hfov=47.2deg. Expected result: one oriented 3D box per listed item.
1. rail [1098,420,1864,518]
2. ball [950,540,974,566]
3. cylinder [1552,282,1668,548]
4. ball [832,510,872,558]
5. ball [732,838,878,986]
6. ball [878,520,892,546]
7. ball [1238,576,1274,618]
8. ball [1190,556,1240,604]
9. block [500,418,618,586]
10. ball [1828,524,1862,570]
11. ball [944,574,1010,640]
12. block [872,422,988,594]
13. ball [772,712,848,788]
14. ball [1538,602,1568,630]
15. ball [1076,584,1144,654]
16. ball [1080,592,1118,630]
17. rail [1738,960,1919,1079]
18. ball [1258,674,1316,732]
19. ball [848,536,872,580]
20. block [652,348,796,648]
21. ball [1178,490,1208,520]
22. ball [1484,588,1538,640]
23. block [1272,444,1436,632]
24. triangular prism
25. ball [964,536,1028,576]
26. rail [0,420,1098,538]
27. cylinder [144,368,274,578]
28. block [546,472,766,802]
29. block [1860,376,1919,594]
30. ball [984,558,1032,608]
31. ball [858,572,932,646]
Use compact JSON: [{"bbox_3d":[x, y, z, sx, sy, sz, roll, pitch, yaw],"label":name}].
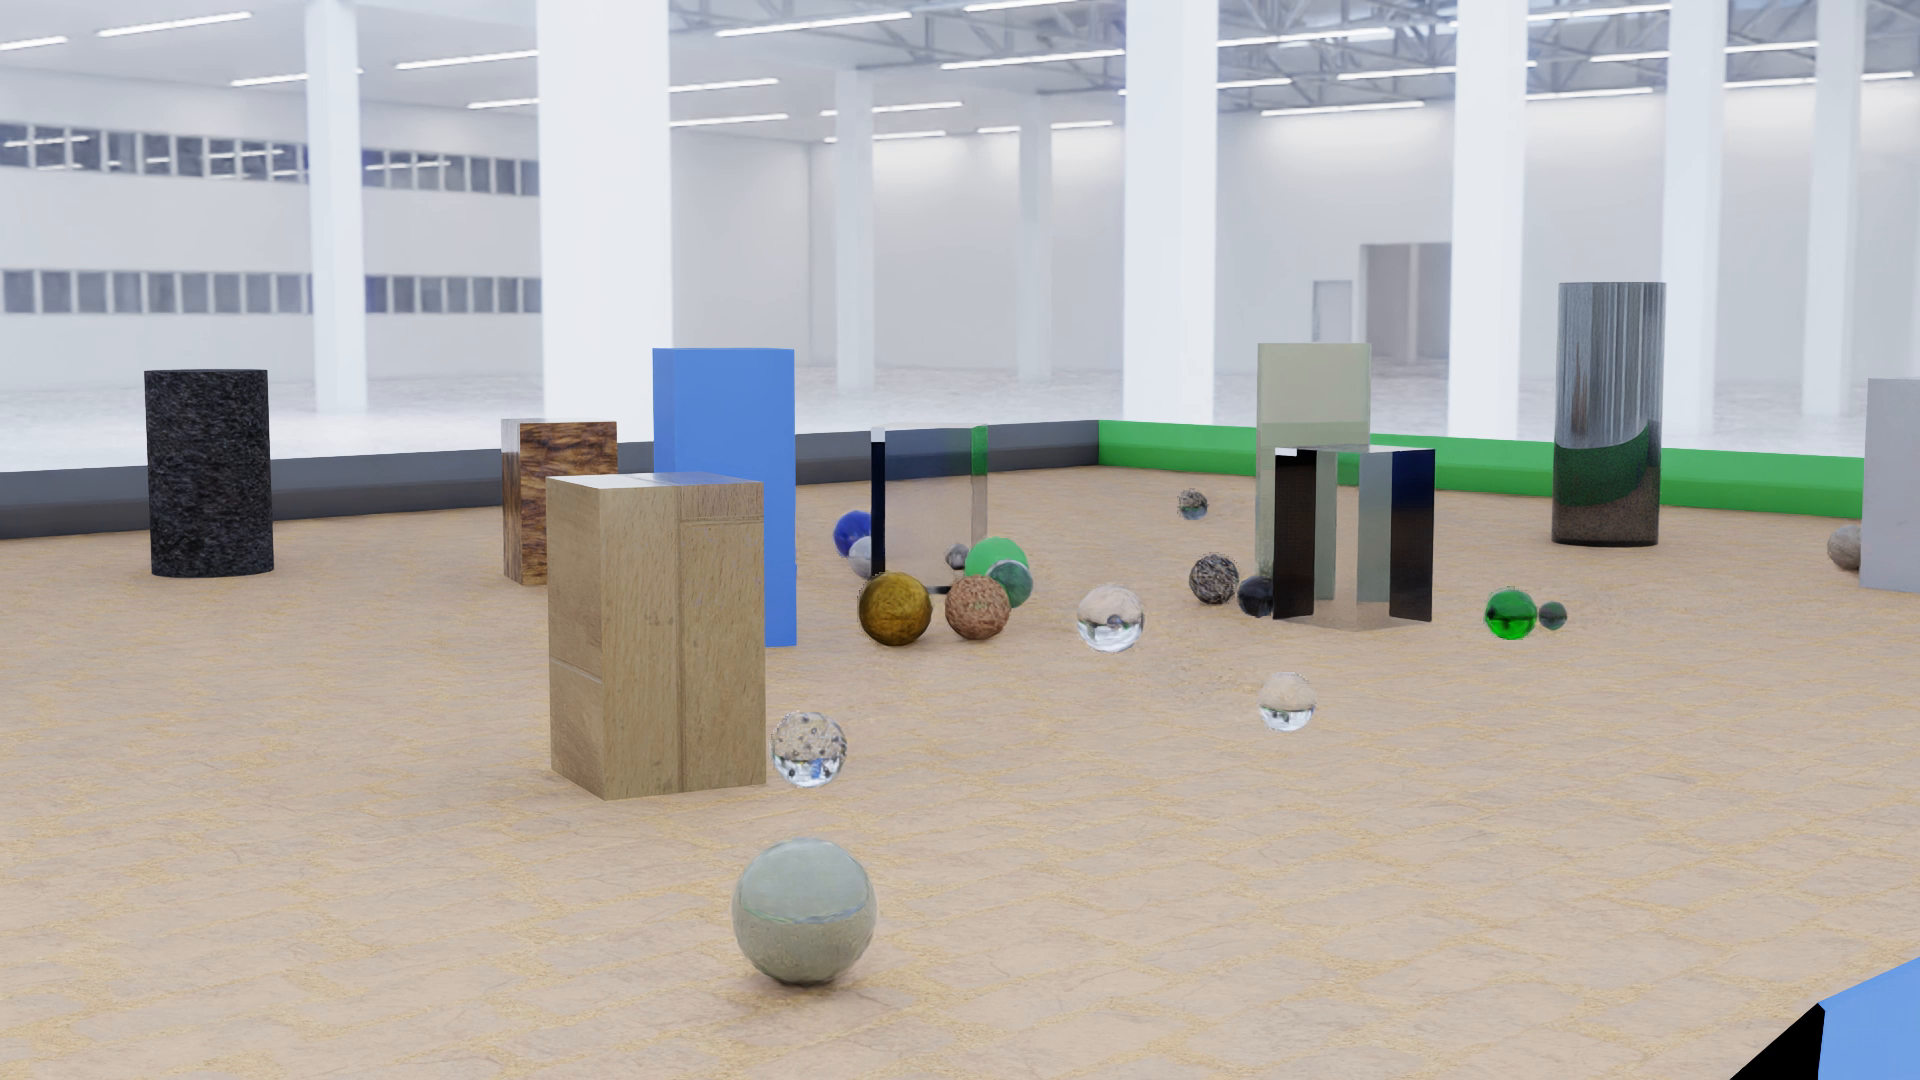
[{"bbox_3d":[1.731,-0.132,4.920,0.045,0.129,3.970,-5,8,-42],"label":"rail"},{"bbox_3d":[0.007,0.023,3.844,0.047,0.047,0.047,0,6,0],"label":"ball"},{"bbox_3d":[1.246,-0.244,4.228,0.199,0.498,0.199,0,6,0],"label":"cylinder"},{"bbox_3d":[-0.183,-0.008,3.939,0.090,0.090,0.090,0,6,0],"label":"ball"},{"bbox_3d":[-0.103,0.246,1.459,0.097,0.097,0.097,0,6,0],"label":"ball"},{"bbox_3d":[-0.155,-0.010,4.124,0.055,0.055,0.055,0,6,0],"label":"ball"},{"bbox_3d":[0.435,0.082,3.204,0.061,0.061,0.061,0,6,0],"label":"ball"},{"bbox_3d":[0.387,0.061,3.345,0.075,0.075,0.075,0,6,0],"label":"ball"},{"bbox_3d":[-0.667,-0.068,3.663,0.159,0.264,0.159,-2,6,-22],"label":"block"},{"bbox_3d":[1.536,0.013,3.788,0.078,0.078,0.078,0,6,0],"label":"ball"},{"bbox_3d":[0.023,0.092,2.977,0.089,0.089,0.089,0,6,0],"label":"ball"},{"bbox_3d":[-0.047,-0.053,3.533,0.159,0.263,0.159,1,6,10],"label":"block"},{"bbox_3d":[-0.141,0.196,2.061,0.071,0.071,0.071,0,6,0],"label":"ball"},{"bbox_3d":[0.830,0.106,3.081,0.040,0.040,0.040,0,6,0],"label":"ball"},{"bbox_3d":[0.196,0.103,2.868,0.089,0.089,0.089,0,6,0],"label":"ball"},{"bbox_3d":[0.195,0.099,3.083,0.054,0.054,0.054,0,6,0],"label":"ball"},{"bbox_3d":[1.330,0.183,1.898,4.757,0.129,0.045,-5,8,-42],"label":"rail"},{"bbox_3d":[0.347,0.173,2.334,0.061,0.061,0.061,0,6,0],"label":"ball"},{"bbox_3d":[-0.149,0.029,3.628,0.071,0.071,0.071,0,6,0],"label":"ball"},{"bbox_3d":[-0.319,-0.060,2.964,0.159,0.394,0.159,-2,6,-18],"label":"block"},{"bbox_3d":[0.496,-0.073,4.682,0.064,0.064,0.064,0,6,0],"label":"ball"},{"bbox_3d":[0.749,0.101,2.987,0.069,0.069,0.069,0,6,0],"label":"ball"},{"bbox_3d":[0.565,-0.007,3.156,0.159,0.249,0.159,-5,8,-38],"label":"block"},{"bbox_3d":[0.552,-0.116,3.499,0.173,0.395,0.150,0,6,1],"label":"triangular prism"},{"bbox_3d":[0.056,0.045,3.384,0.099,0.099,0.099,0,6,0],"label":"ball"},{"bbox_3d":[-1.330,-0.116,4.766,4.757,0.129,0.045,-5,8,-42],"label":"rail"},{"bbox_3d":[-1.283,-0.118,3.761,0.199,0.344,0.199,0,6,0],"label":"cylinder"},{"bbox_3d":[-0.291,0.085,2.097,0.159,0.286,0.159,-3,7,-28],"label":"block"},{"bbox_3d":[1.567,-0.090,3.525,0.159,0.338,0.159,-4,7,-36],"label":"block"},{"bbox_3d":[0.072,0.066,3.298,0.075,0.075,0.075,0,6,0],"label":"ball"},{"bbox_3d":[-0.086,0.092,2.926,0.099,0.099,0.099,0,6,0],"label":"ball"}]
